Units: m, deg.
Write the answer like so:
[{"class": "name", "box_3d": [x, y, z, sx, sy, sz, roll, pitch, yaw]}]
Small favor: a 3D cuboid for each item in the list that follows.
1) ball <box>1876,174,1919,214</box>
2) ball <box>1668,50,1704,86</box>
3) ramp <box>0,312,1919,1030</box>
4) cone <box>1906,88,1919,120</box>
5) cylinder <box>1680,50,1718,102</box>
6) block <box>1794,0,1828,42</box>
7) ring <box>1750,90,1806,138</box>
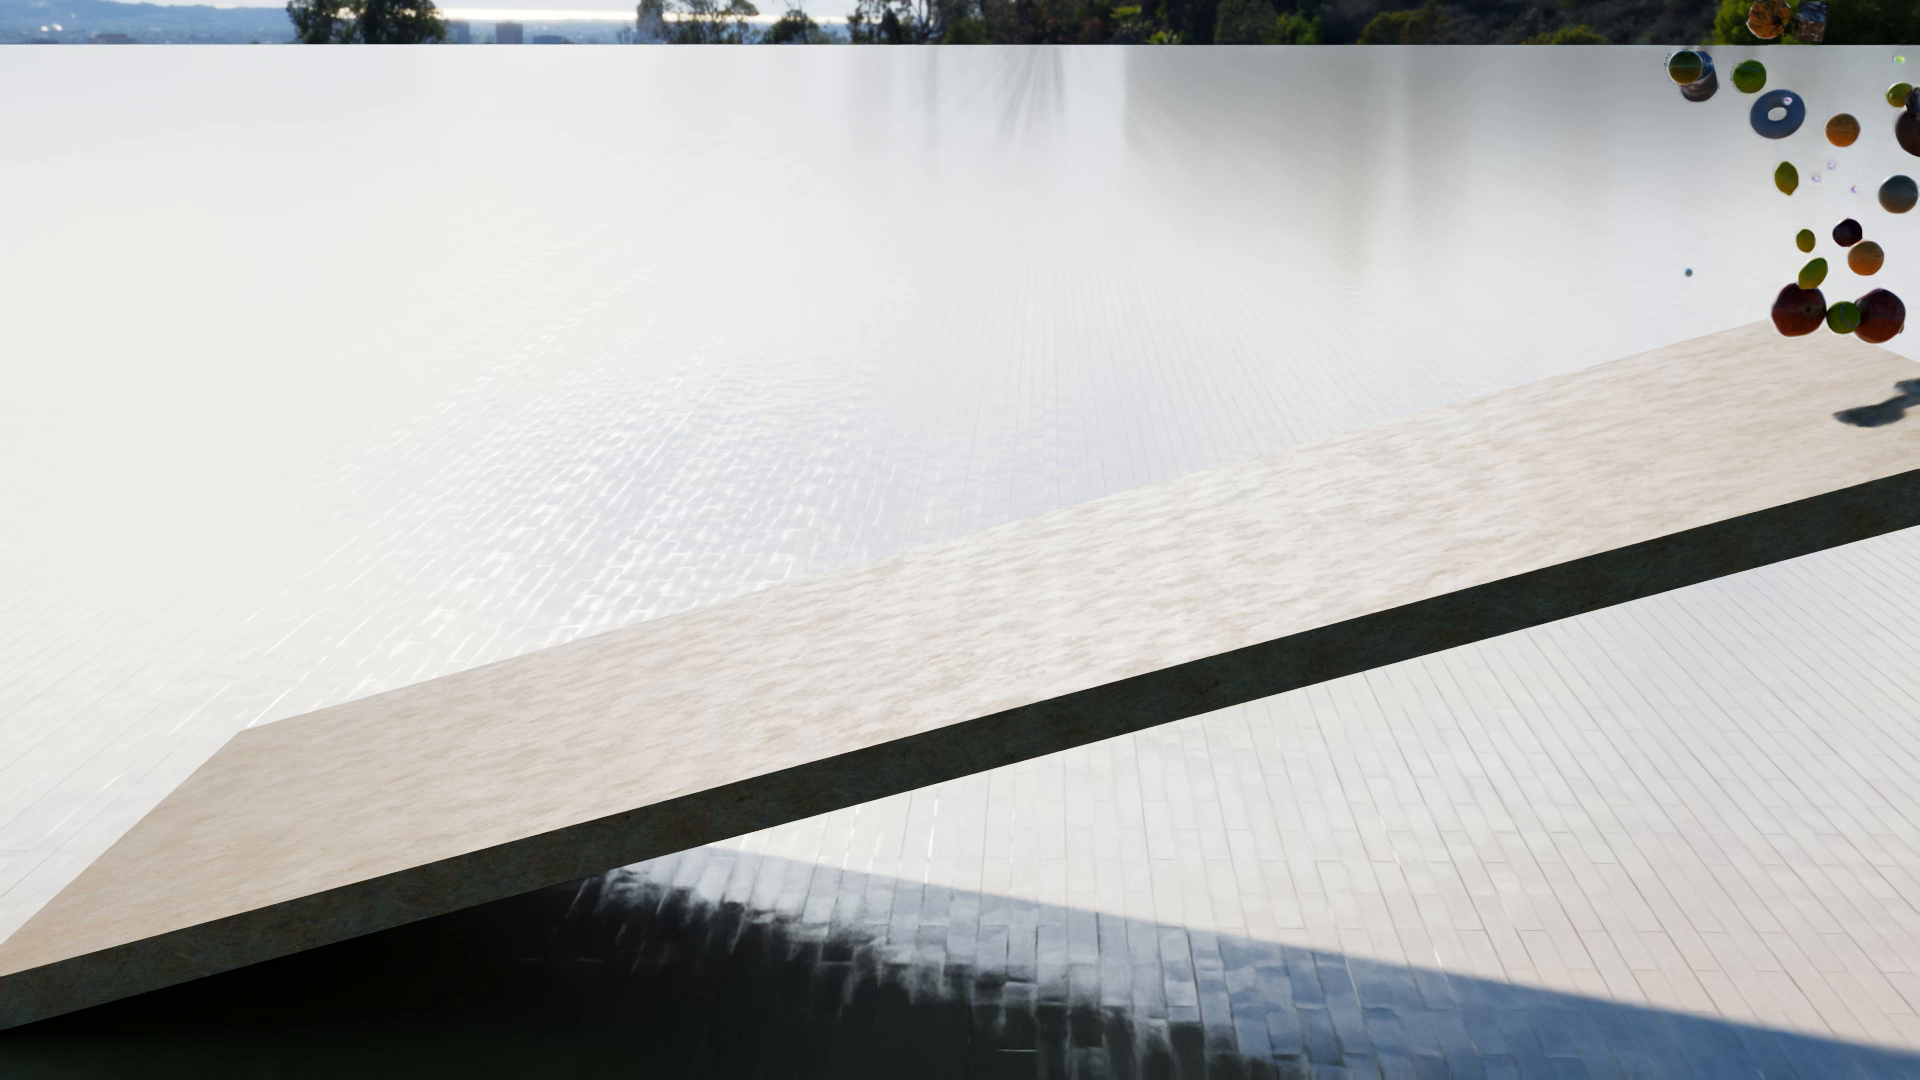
[{"class": "ball", "box_3d": [1.966, -0.725, 6.163, 0.084, 0.084, 0.084, 0, 10, 0]}, {"class": "ball", "box_3d": [1.473, -0.960, 5.975, 0.072, 0.072, 0.072, 0, 10, 0]}, {"class": "ramp", "box_3d": [0.084, 0.190, 6.326, 4.000, 0.100, 2.000, -15, 9, 4]}, {"class": "cone", "box_3d": [1.958, -0.895, 5.924, 0.079, 0.079, 0.079, 9, 39, 42]}, {"class": "cylinder", "box_3d": [1.549, -0.974, 6.181, 0.077, 0.077, 0.077, 5, -25, 24]}, {"class": "block", "box_3d": [1.791, -1.091, 6.186, 0.058, 0.058, 0.058, 9, 56, 19]}, {"class": "ring", "box_3d": [1.725, -0.899, 6.207, 0.116, 0.116, 0.039, 5, -20, 26]}]
